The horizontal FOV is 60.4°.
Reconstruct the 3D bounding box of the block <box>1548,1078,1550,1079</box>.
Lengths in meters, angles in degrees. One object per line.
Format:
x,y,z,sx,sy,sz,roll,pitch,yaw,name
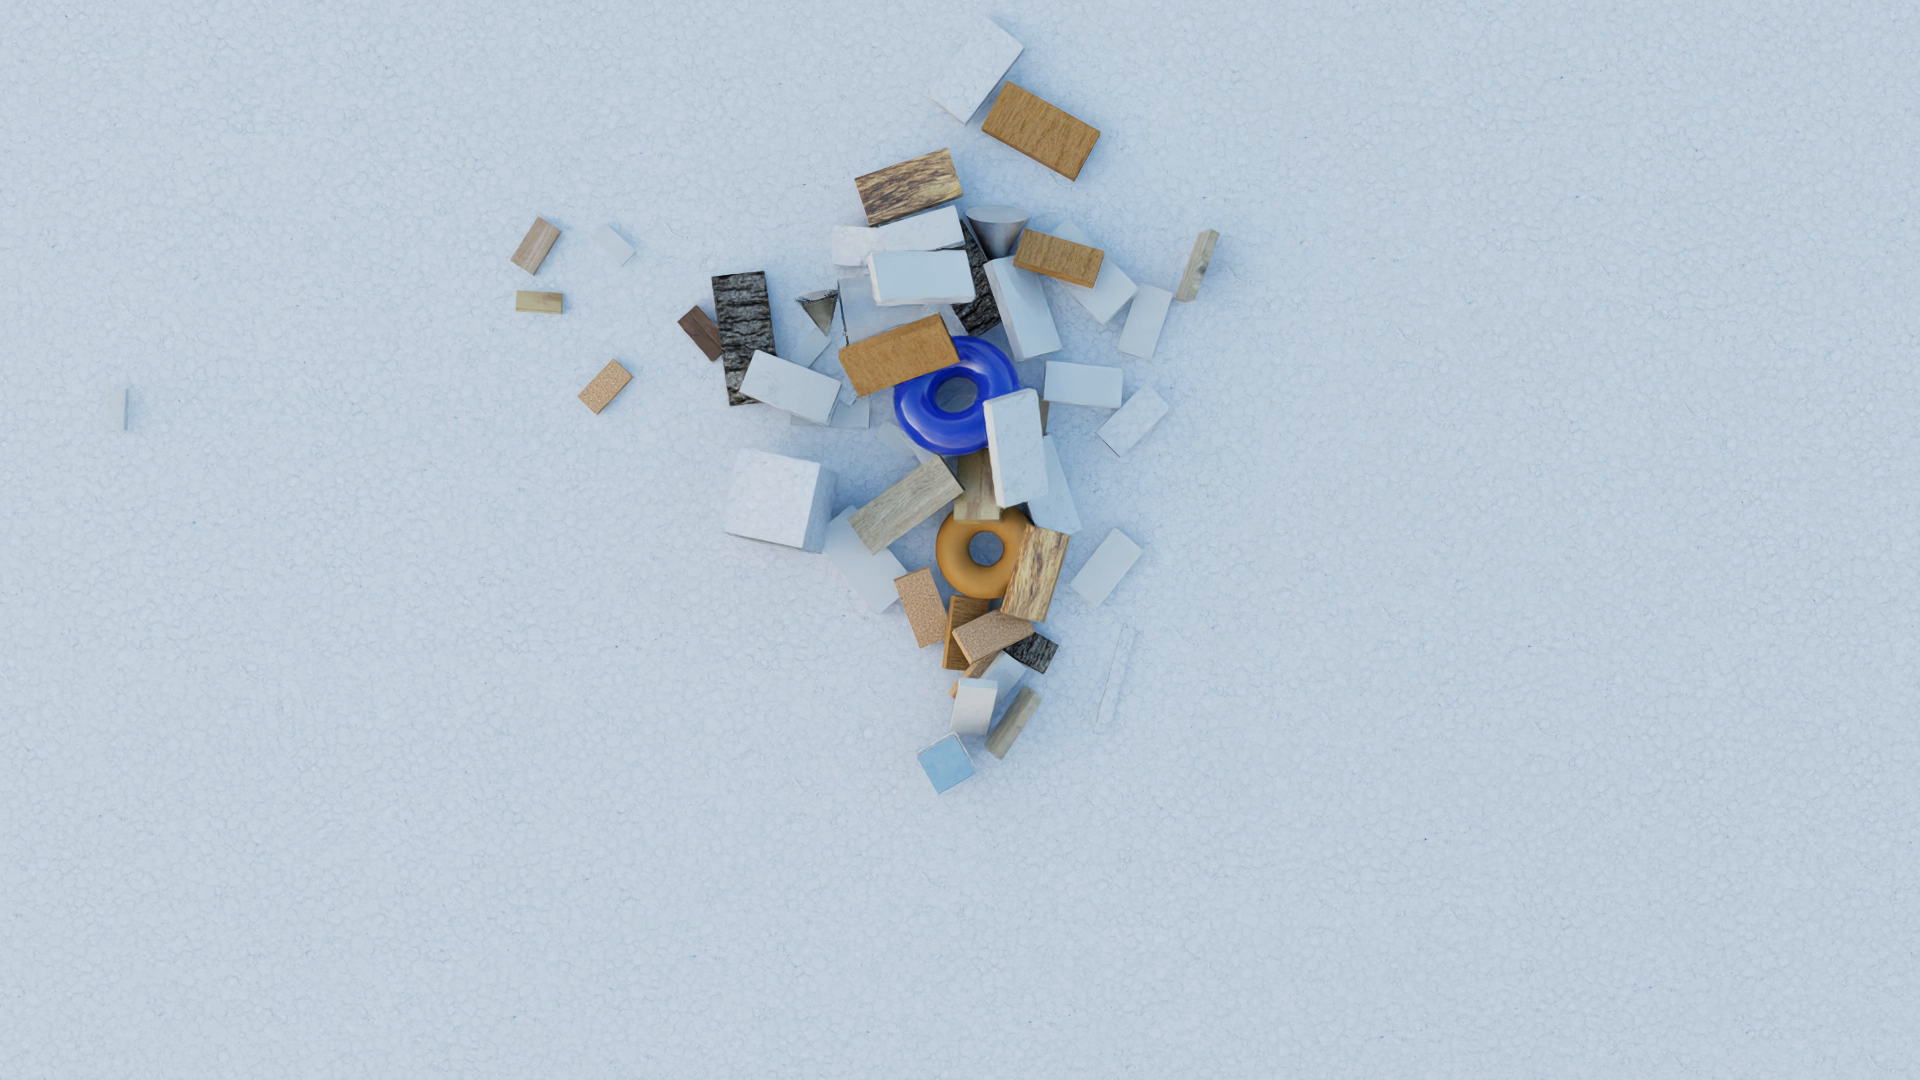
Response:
1.939,1.837,5.483,0.046,0.013,0.092,44,104,1,block

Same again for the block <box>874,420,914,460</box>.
-0.206,-0.333,5.490,0.139,0.020,0.070,33,90,0,block

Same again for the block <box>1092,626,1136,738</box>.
0.514,0.472,5.493,0.046,0.013,0.371,16,90,0,block

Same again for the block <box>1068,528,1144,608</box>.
0.485,0.092,5.483,0.122,0.035,0.245,39,90,0,block

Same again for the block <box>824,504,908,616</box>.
-0.316,0.065,5.476,0.169,0.048,0.337,-39,90,0,block

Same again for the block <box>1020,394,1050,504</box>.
0.210,-0.303,5.482,0.130,0.037,0.366,8,90,0,block

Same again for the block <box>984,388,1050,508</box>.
0.182,-0.295,5.301,0.175,0.050,0.350,-19,112,-28,block

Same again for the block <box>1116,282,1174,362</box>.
0.613,-0.725,5.483,0.118,0.033,0.236,18,90,0,block

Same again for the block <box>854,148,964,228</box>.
-0.168,-1.160,5.427,0.323,0.046,0.162,-19,90,0,block

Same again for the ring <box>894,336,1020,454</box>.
-0.011,-0.473,5.376,0.420,0.140,0.420,-3,69,8,ring

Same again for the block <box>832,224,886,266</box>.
-0.293,-0.966,5.449,0.256,0.036,0.128,6,98,11,block

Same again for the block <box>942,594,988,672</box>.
0.017,0.310,5.460,0.122,0.035,0.245,7,90,-23,block

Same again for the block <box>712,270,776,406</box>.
-0.706,-0.666,5.460,0.175,0.050,0.427,-8,90,-10,block

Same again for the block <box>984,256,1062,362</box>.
0.208,-0.767,5.431,0.169,0.048,0.338,-19,90,-36,block

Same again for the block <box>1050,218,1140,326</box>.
0.413,-0.886,5.459,0.169,0.048,0.338,-44,84,0,block

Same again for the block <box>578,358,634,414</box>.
-1.180,-0.510,5.488,0.087,0.025,0.175,44,90,0,block

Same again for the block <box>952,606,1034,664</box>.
0.110,0.302,5.419,0.245,0.035,0.122,-25,75,-21,block

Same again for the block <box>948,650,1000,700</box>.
0.068,0.456,5.459,0.107,0.030,0.214,40,90,-32,block

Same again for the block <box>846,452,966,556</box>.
-0.177,-0.116,5.390,0.374,0.043,0.150,-35,92,12,block

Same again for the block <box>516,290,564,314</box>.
-1.400,-0.791,5.490,0.151,0.020,0.069,4,90,0,block

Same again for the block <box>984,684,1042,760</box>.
0.175,0.601,5.436,0.035,0.122,0.245,34,90,-17,block

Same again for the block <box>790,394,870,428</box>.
-0.430,-0.441,5.482,0.260,0.037,0.130,2,90,0,block

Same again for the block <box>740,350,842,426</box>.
-0.555,-0.500,5.414,0.301,0.043,0.150,21,85,-1,block

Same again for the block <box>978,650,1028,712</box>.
0.115,0.478,5.454,0.107,0.030,0.214,38,91,-32,block

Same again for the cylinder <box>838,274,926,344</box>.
-0.247,-0.738,5.369,0.263,0.263,0.263,-9,90,0,cylinder

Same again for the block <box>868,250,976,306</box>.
-0.121,-0.832,5.229,0.323,0.046,0.162,-6,74,-23,block

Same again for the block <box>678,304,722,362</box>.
-0.850,-0.687,5.488,0.087,0.025,0.175,-41,90,0,block

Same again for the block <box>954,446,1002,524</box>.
0.066,-0.202,5.411,0.150,0.042,0.300,0,72,11,block

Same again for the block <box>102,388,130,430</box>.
-2.810,-0.436,5.490,0.069,0.020,0.139,4,90,0,block

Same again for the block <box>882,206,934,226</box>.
-0.163,-1.056,5.475,0.176,0.050,0.353,-31,90,0,block

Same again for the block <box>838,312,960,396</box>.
-0.196,-0.593,5.298,0.350,0.050,0.175,-18,134,9,block

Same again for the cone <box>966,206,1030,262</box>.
0.122,-0.973,5.452,0.212,0.212,0.212,2,117,0,cone

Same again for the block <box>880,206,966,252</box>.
-0.122,-0.991,5.368,0.256,0.036,0.128,-16,76,3,block

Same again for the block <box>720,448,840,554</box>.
-0.578,-0.124,5.337,0.273,0.273,0.273,11,87,10,block

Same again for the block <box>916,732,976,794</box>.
-0.044,0.732,5.430,0.140,0.140,0.140,-30,90,0,block

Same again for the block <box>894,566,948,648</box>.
-0.119,0.223,5.453,0.122,0.035,0.245,-21,102,-4,block

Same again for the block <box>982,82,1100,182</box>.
0.269,-1.357,5.475,0.353,0.050,0.176,29,90,0,block

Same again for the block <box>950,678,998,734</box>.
0.044,0.545,5.395,0.122,0.245,0.035,6,46,-5,block

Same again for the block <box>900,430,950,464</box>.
-0.031,-0.376,5.442,0.300,0.042,0.150,-35,68,-4,block

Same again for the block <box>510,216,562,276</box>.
-1.410,-0.978,5.488,0.087,0.025,0.175,33,90,0,block

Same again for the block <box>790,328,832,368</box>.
-0.497,-0.634,5.490,0.070,0.020,0.139,41,90,0,block

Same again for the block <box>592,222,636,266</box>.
-1.153,-0.983,5.490,0.139,0.020,0.069,43,90,0,block

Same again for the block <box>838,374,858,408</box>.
-0.353,-0.517,5.454,0.070,0.020,0.140,31,85,3,block

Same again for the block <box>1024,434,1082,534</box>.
0.278,-0.166,5.446,0.150,0.042,0.335,-21,96,-12,block

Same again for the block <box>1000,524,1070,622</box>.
0.248,0.109,5.400,0.150,0.043,0.301,14,96,-30,block

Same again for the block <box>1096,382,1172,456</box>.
0.575,-0.399,5.483,0.236,0.033,0.118,-45,90,0,block

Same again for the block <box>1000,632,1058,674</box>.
0.209,0.346,5.475,0.214,0.030,0.107,29,79,0,block

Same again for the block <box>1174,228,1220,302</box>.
0.782,-0.903,5.439,0.033,0.118,0.236,21,90,-12,block

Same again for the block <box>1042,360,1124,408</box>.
0.406,-0.514,5.461,0.260,0.037,0.130,5,88,-8,block

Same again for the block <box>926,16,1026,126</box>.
0.053,-1.554,5.477,0.162,0.046,0.323,38,90,0,block

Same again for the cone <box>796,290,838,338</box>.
-0.455,-0.739,5.455,0.147,0.147,0.147,-12,109,0,cone

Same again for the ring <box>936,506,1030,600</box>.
0.087,0.028,5.444,0.337,0.112,0.337,0,89,0,ring

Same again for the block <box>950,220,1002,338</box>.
0.023,-0.859,5.442,0.176,0.050,0.353,-33,101,-1,block

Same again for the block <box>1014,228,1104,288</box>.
0.324,-0.923,5.405,0.273,0.036,0.128,17,67,5,block
